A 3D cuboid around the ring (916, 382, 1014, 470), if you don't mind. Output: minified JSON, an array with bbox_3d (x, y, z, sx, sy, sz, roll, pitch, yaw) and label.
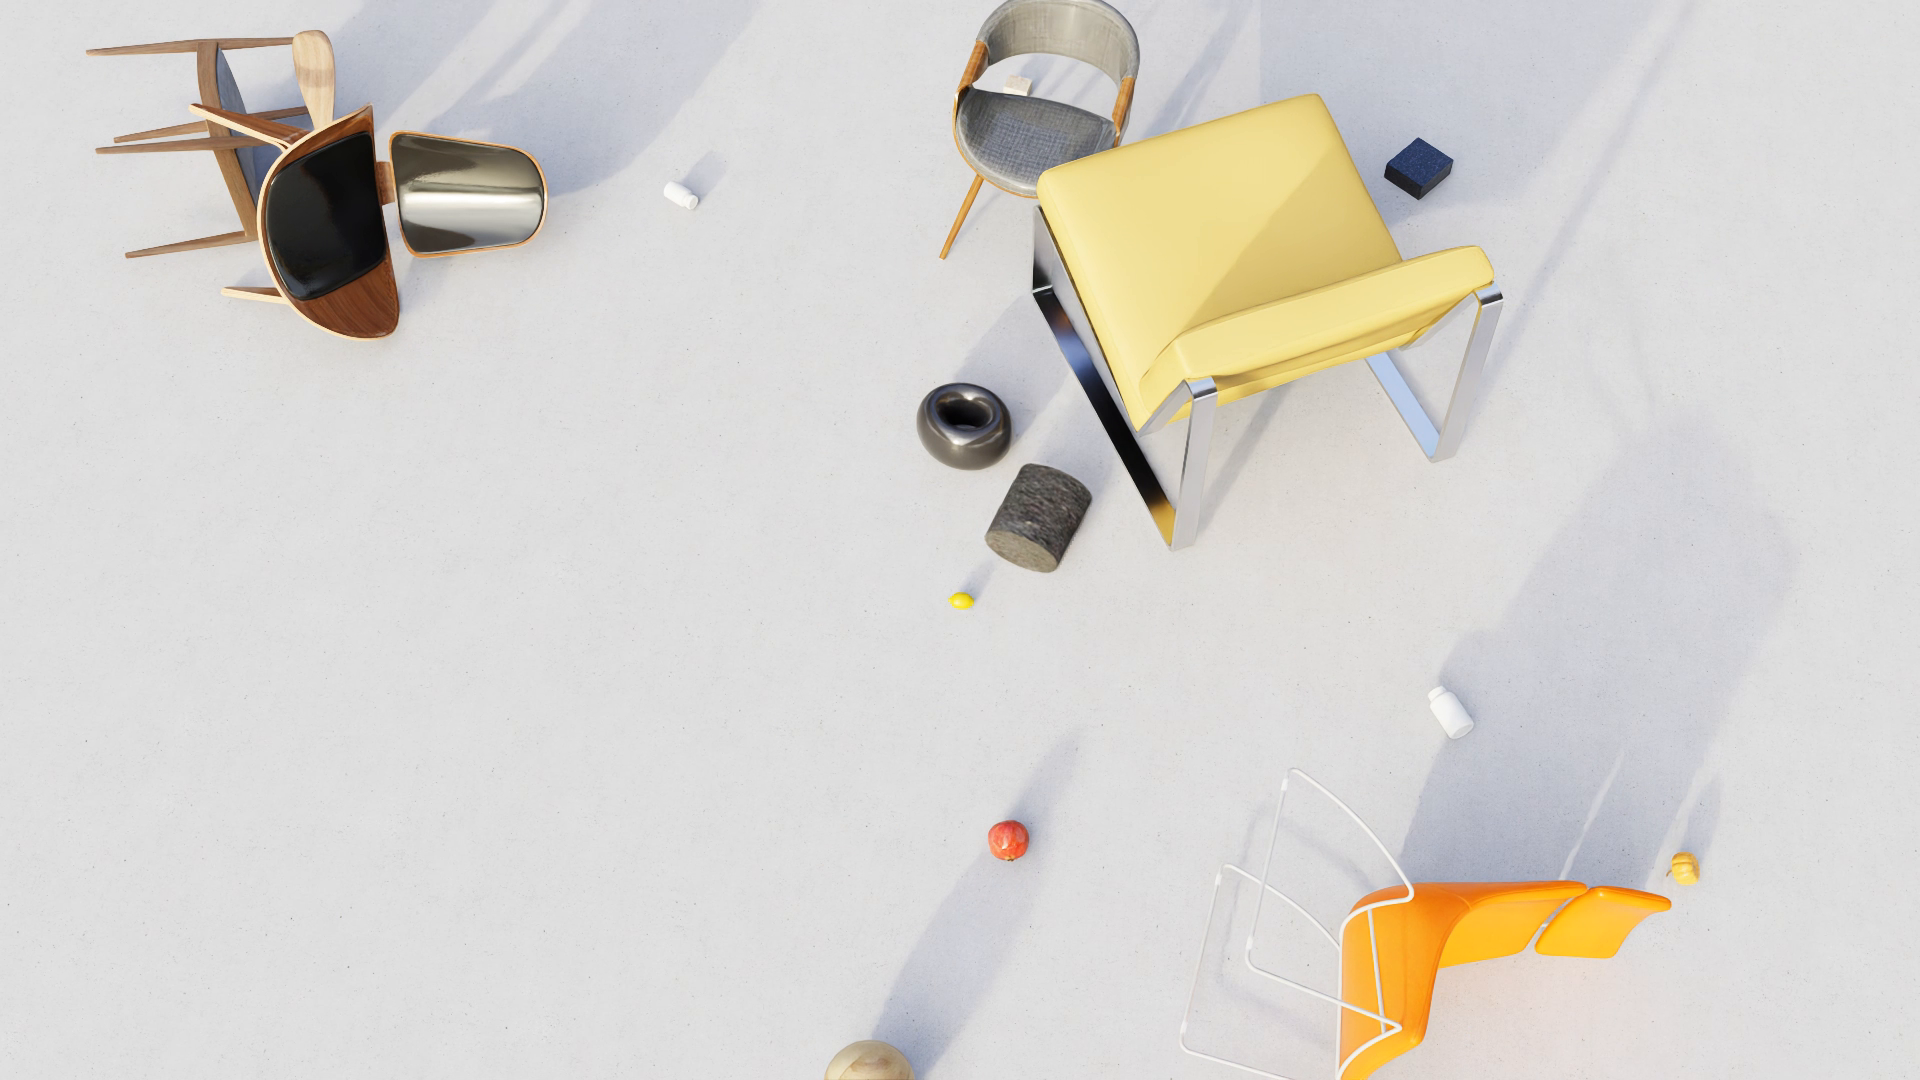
[{"bbox_3d":[0.015,-0.347,6.706,0.311,0.169,0.265,23,57,17],"label":"ring"}]

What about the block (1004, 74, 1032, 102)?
[{"bbox_3d":[0.200,-1.560,7.593,0.083,0.046,0.063,17,58,11],"label":"block"}]

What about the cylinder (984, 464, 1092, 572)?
[{"bbox_3d":[0.232,-0.066,6.521,0.235,0.161,0.265,22,59,10],"label":"cylinder"}]

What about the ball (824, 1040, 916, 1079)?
[{"bbox_3d":[-0.227,1.372,5.512,0.234,0.234,0.234,0,56,0],"label":"ball"}]

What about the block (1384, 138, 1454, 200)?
[{"bbox_3d":[1.536,-1.245,7.368,0.150,0.068,0.169,39,65,23],"label":"block"}]
